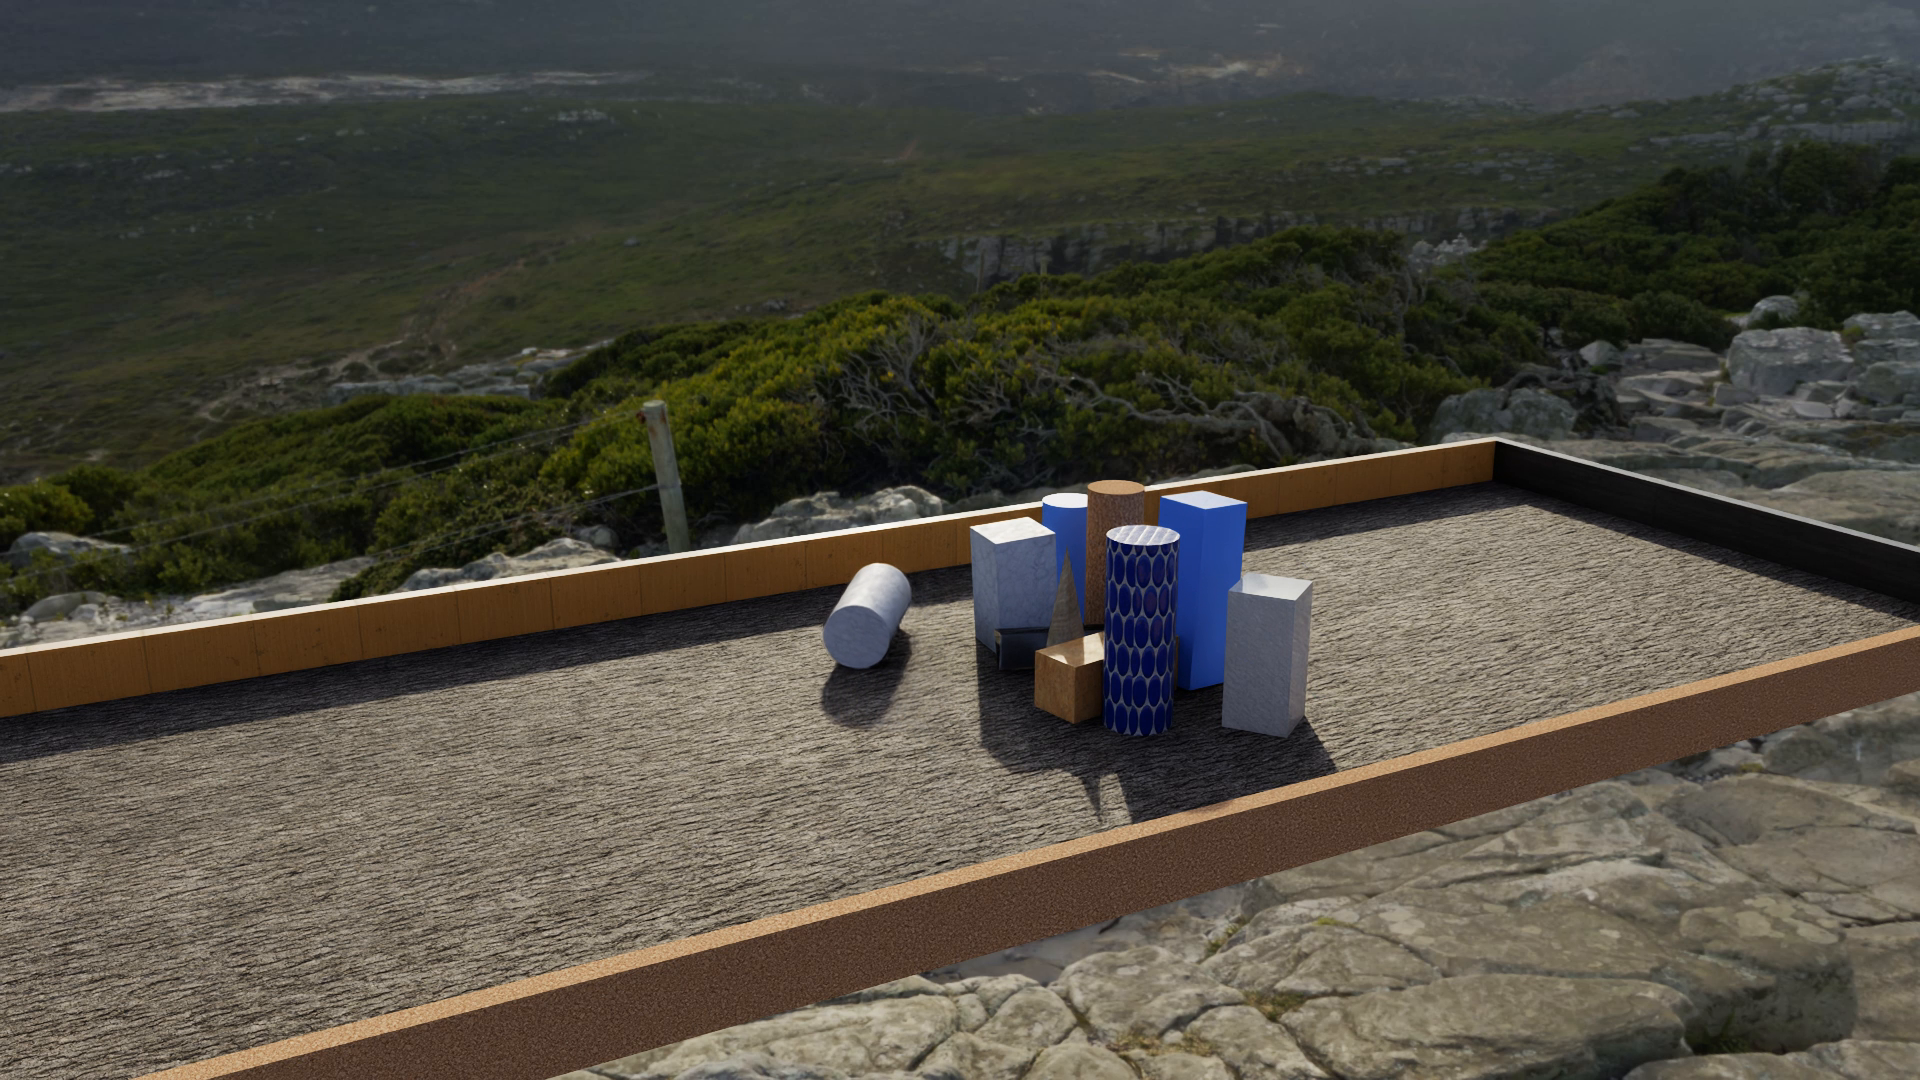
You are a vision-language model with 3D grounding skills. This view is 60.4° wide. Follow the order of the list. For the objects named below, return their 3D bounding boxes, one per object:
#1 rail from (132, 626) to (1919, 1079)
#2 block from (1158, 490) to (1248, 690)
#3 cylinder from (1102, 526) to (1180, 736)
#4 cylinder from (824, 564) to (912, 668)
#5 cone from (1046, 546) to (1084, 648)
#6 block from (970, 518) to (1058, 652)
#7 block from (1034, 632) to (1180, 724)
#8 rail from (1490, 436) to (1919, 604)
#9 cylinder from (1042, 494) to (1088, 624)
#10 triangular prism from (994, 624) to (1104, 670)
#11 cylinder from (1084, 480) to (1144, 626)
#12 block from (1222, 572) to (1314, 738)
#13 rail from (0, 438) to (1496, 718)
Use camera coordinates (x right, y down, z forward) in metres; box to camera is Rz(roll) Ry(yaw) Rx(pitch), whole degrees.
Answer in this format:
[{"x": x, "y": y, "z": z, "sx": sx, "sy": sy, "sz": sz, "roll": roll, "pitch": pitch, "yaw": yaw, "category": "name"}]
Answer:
[{"x": -2.336, "y": 1.006, "z": 1.665, "sx": 12.000, "sy": 0.150, "sz": 0.050, "roll": -9, "pitch": 18, "yaw": -27, "category": "rail"}, {"x": 0.588, "y": 0.123, "z": 4.105, "sx": 0.150, "sy": 0.460, "sz": 0.150, "roll": -8, "pitch": 18, "yaw": -38, "category": "block"}, {"x": 0.418, "y": 0.209, "z": 3.830, "sx": 0.167, "sy": 0.459, "sz": 0.167, "roll": 0, "pitch": 16, "yaw": 0, "category": "cylinder"}, {"x": -0.241, "y": 0.197, "z": 4.379, "sx": 0.172, "sy": 0.172, "sz": 0.362, "roll": 2, "pitch": 16, "yaw": 7, "category": "cylinder"}, {"x": 0.265, "y": 0.183, "z": 4.099, "sx": 0.140, "sy": 0.355, "sz": 0.140, "roll": -1, "pitch": 16, "yaw": 0, "category": "cone"}, {"x": 0.145, "y": 0.123, "z": 4.368, "sx": 0.170, "sy": 0.312, "sz": 0.170, "roll": -10, "pitch": 19, "yaw": -20, "category": "block"}, {"x": 0.359, "y": 0.319, "z": 4.019, "sx": 0.345, "sy": 0.142, "sz": 0.142, "roll": -13, "pitch": 21, "yaw": -37, "category": "block"}, {"x": 2.466, "y": -0.048, "z": 5.253, "sx": 0.050, "sy": 0.150, "sz": 2.100, "roll": -9, "pitch": 18, "yaw": -27, "category": "rail"}, {"x": 0.304, "y": 0.051, "z": 4.587, "sx": 0.154, "sy": 0.335, "sz": 0.154, "roll": 0, "pitch": 16, "yaw": 0, "category": "cylinder"}, {"x": 0.290, "y": 0.255, "z": 4.225, "sx": 0.385, "sy": 0.112, "sz": 0.097, "roll": -2, "pitch": -25, "yaw": -7, "category": "triangular prism"}, {"x": 0.406, "y": 0.071, "z": 4.343, "sx": 0.149, "sy": 0.434, "sz": 0.149, "roll": 0, "pitch": 16, "yaw": 0, "category": "cylinder"}, {"x": 0.718, "y": 0.266, "z": 3.855, "sx": 0.156, "sy": 0.334, "sz": 0.156, "roll": 8, "pitch": 18, "yaw": 25, "category": "block"}, {"x": -3.305, "y": 0.497, "z": 3.399, "sx": 12.000, "sy": 0.150, "sz": 0.050, "roll": -9, "pitch": 18, "yaw": -27, "category": "rail"}]
